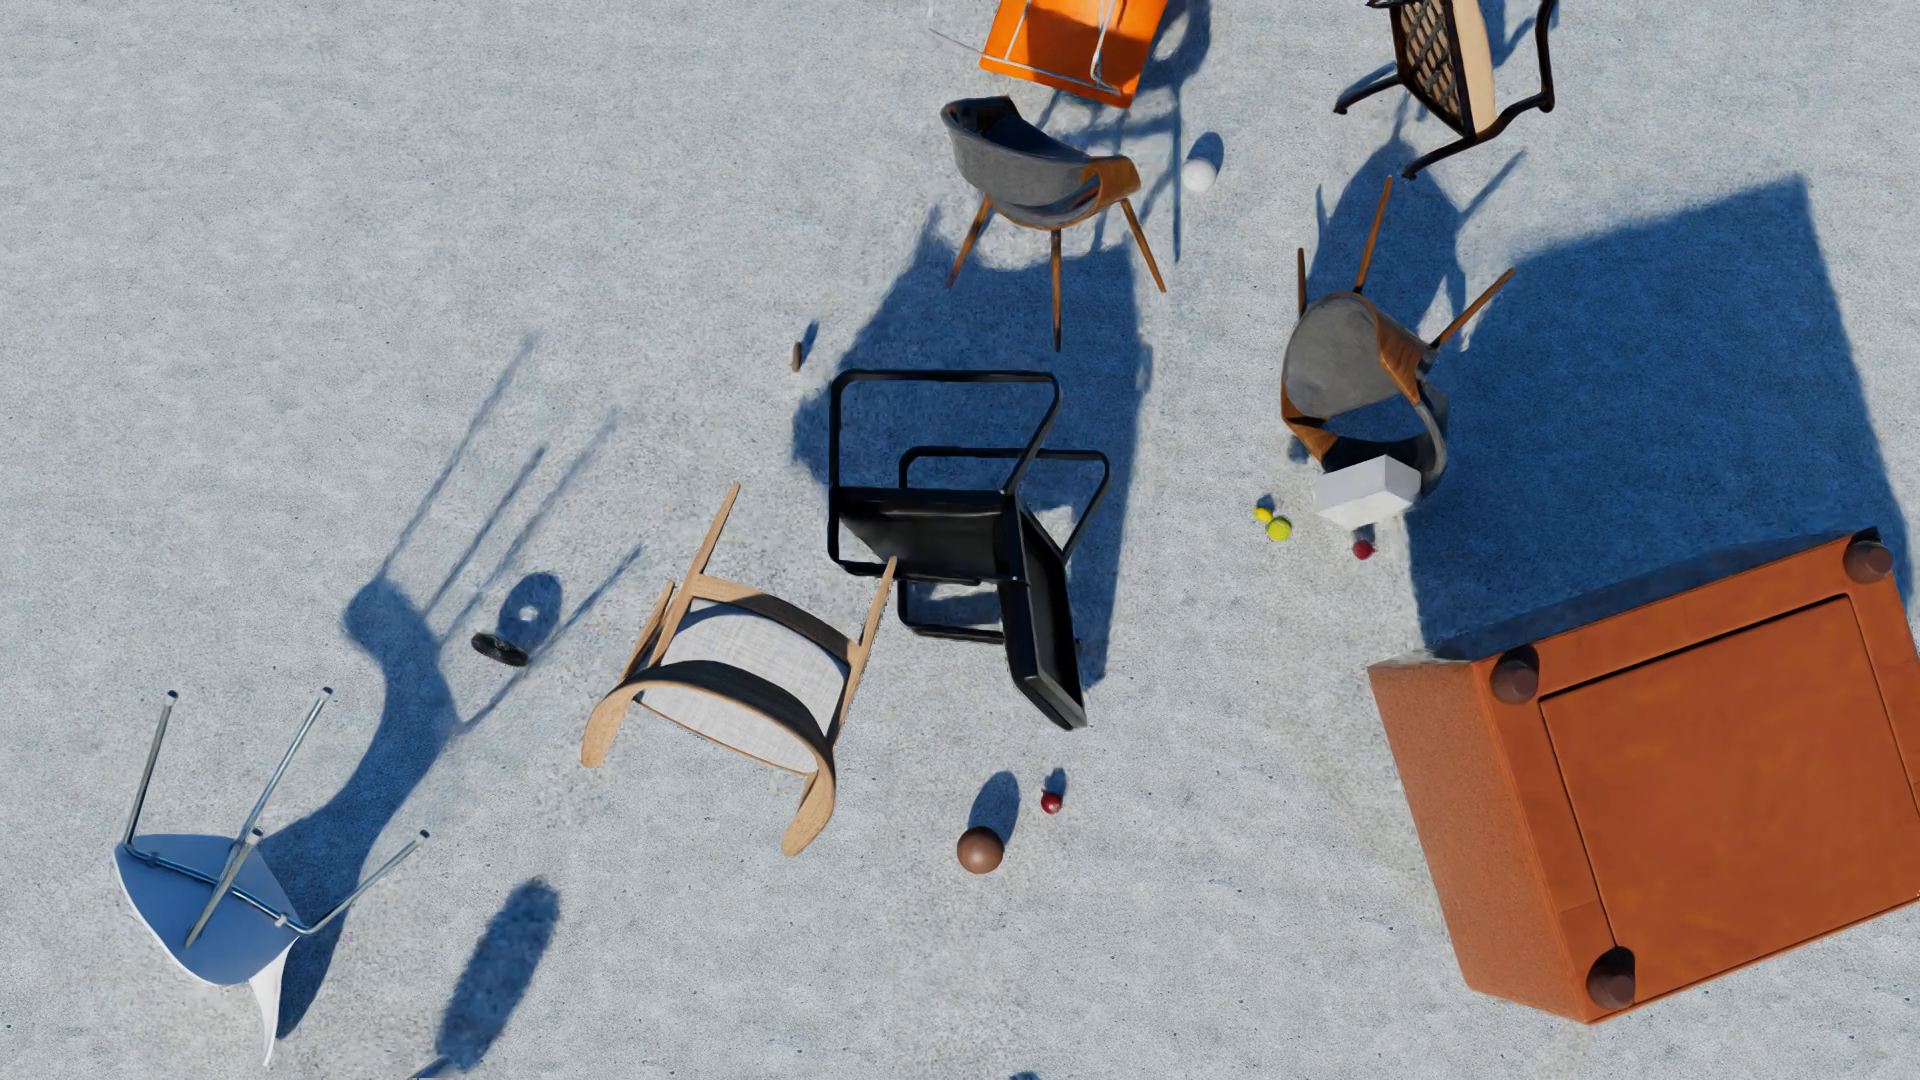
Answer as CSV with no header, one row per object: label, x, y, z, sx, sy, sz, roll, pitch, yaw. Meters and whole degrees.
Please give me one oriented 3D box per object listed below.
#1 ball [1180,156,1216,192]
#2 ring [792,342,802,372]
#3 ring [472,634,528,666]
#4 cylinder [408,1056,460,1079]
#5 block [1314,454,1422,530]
ball,0.794,-1.216,7.318,0.119,0.119,0.119,0,56,0
ring,-0.512,-0.575,6.905,0.025,0.091,0.102,6,55,-2
ring,-1.309,0.313,6.261,0.171,0.200,0.053,24,87,-22
cylinder,-1.347,1.397,5.369,0.112,0.239,0.220,38,37,17
block,1.200,-0.140,6.474,0.161,0.265,0.114,22,63,-36
